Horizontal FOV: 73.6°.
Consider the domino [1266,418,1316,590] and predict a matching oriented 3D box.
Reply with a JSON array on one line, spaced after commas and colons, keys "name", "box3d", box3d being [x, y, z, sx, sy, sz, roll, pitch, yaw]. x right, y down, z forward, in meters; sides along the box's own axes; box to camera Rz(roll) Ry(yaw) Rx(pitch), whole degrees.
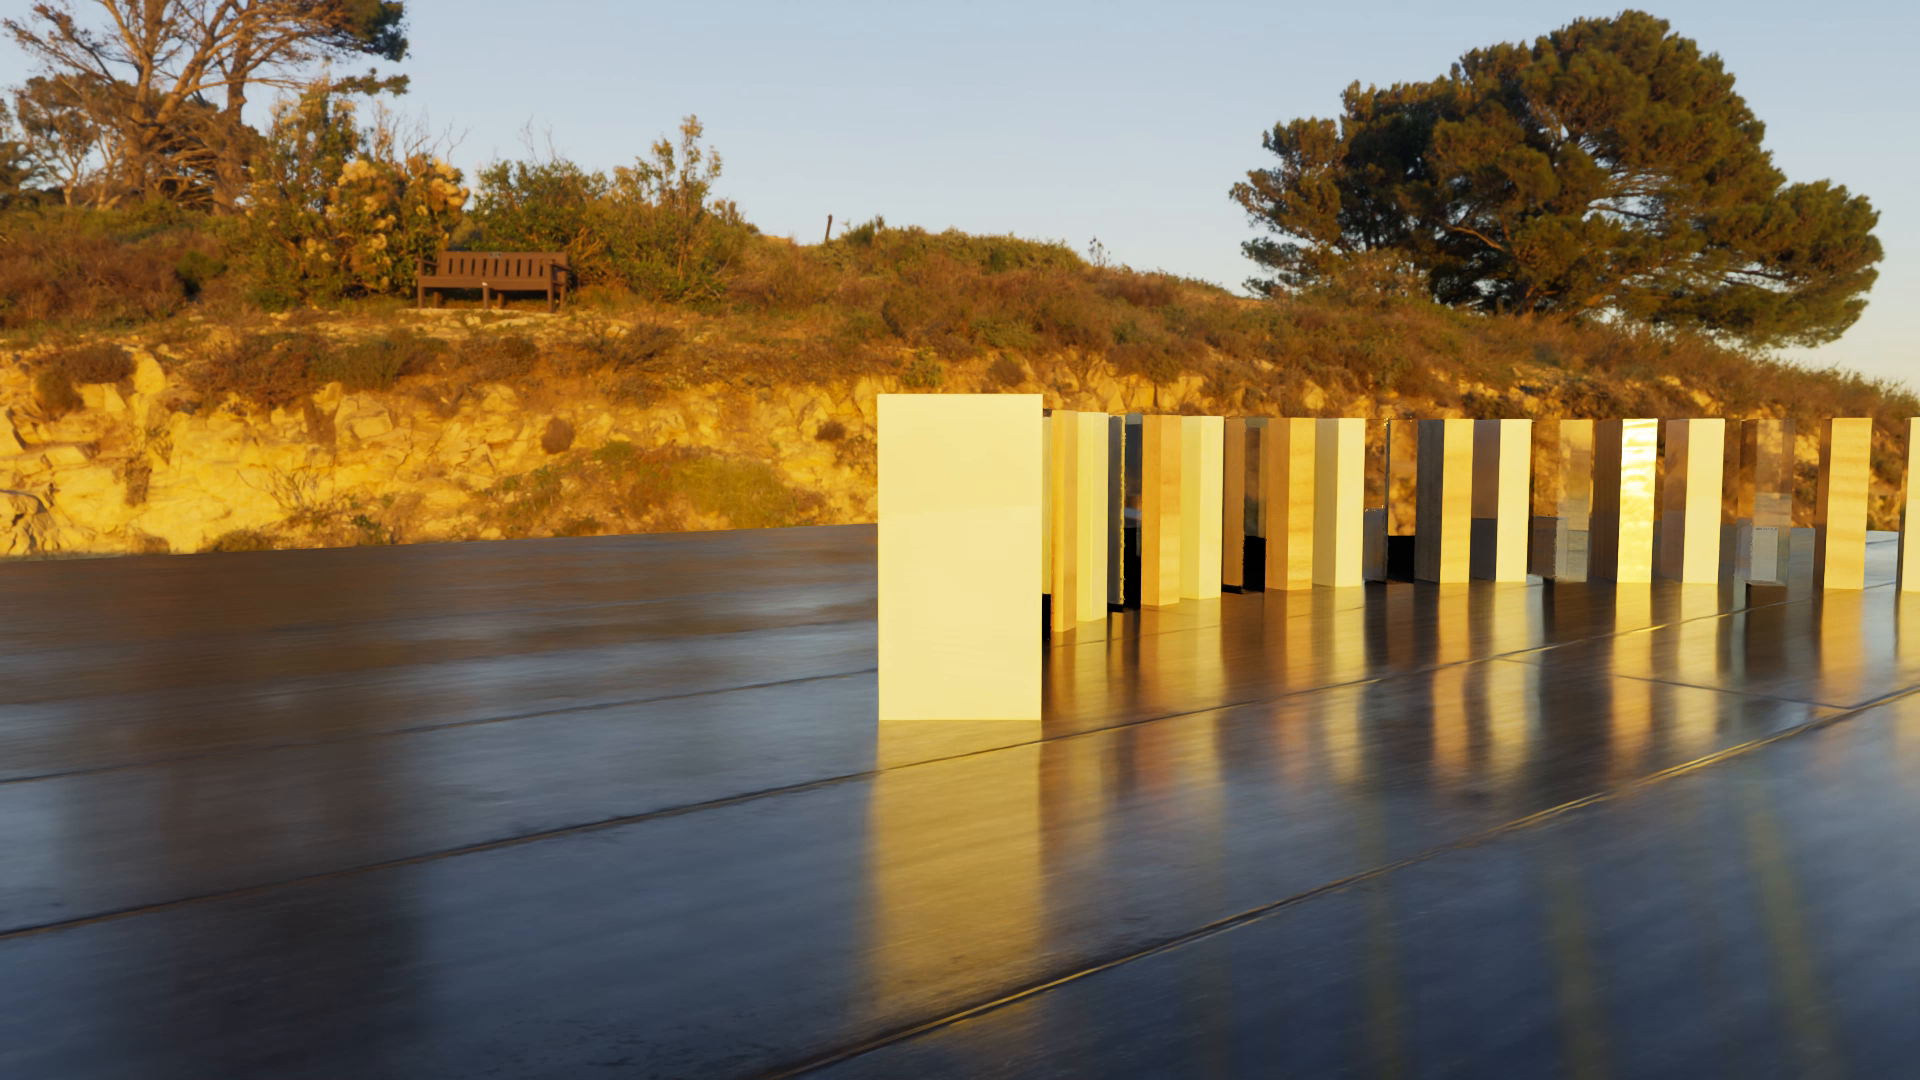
[{"name": "domino", "box3d": [0.093, -0.011, 0.384, 0.010, 0.050, 0.025, -2, 5, -29]}]

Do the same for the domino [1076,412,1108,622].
[{"name": "domino", "box3d": [0.023, -0.006, 0.316, 0.025, 0.050, 0.009, 2, 5, 30]}]

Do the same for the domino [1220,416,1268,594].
[{"name": "domino", "box3d": [0.076, -0.010, 0.374, 0.010, 0.050, 0.025, -3, 5, -35]}]

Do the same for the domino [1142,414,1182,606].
[{"name": "domino", "box3d": [0.047, -0.009, 0.348, 0.025, 0.050, 0.009, 4, 6, 43]}]

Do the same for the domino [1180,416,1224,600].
[{"name": "domino", "box3d": [0.061, -0.010, 0.362, 0.009, 0.050, 0.025, -4, 6, -41]}]

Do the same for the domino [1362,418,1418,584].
[{"name": "domino", "box3d": [0.130, -0.012, 0.400, 0.010, 0.050, 0.025, -1, 4, -16]}]

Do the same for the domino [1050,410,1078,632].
[{"name": "domino", "box3d": [0.014, -0.005, 0.298, 0.025, 0.050, 0.010, 2, 5, 24]}]

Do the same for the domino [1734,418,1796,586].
[{"name": "domino", "box3d": [0.248, -0.012, 0.395, 0.009, 0.050, 0.025, 2, 5, 21]}]

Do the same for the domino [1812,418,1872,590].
[{"name": "domino", "box3d": [0.266, -0.011, 0.387, 0.010, 0.050, 0.025, 2, 5, 27]}]

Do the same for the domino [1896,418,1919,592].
[{"name": "domino", "box3d": [0.283, -0.011, 0.377, 0.010, 0.050, 0.025, 3, 5, 33]}]

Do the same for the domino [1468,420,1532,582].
[{"name": "domino", "box3d": [0.169, -0.013, 0.407, 0.010, 0.050, 0.025, 0, 4, -4]}]

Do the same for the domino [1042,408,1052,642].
[{"name": "domino", "box3d": [0.007, -0.003, 0.280, 0.025, 0.050, 0.010, 1, 5, 18]}]

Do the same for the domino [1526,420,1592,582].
[{"name": "domino", "box3d": [0.189, -0.013, 0.407, 0.010, 0.050, 0.025, 0, 4, 2]}]

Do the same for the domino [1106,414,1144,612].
[{"name": "domino", "box3d": [0.034, -0.007, 0.332, 0.025, 0.050, 0.010, 3, 5, 36]}]

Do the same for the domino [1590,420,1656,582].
[{"name": "domino", "box3d": [0.209, -0.013, 0.405, 0.010, 0.050, 0.025, 1, 4, 8]}]

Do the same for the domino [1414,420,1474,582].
[{"name": "domino", "box3d": [0.150, -0.013, 0.404, 0.009, 0.050, 0.025, -1, 4, -10]}]

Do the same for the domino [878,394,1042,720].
[{"name": "domino", "box3d": [0.000, 0.002, 0.201, 0.025, 0.050, 0.010, 0, 4, 0]}]

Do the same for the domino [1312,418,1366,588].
[{"name": "domino", "box3d": [0.111, -0.012, 0.393, 0.010, 0.050, 0.025, -2, 5, -22]}]

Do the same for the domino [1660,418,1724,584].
[{"name": "domino", "box3d": [0.229, -0.013, 0.401, 0.009, 0.050, 0.025, 1, 4, 14]}]
